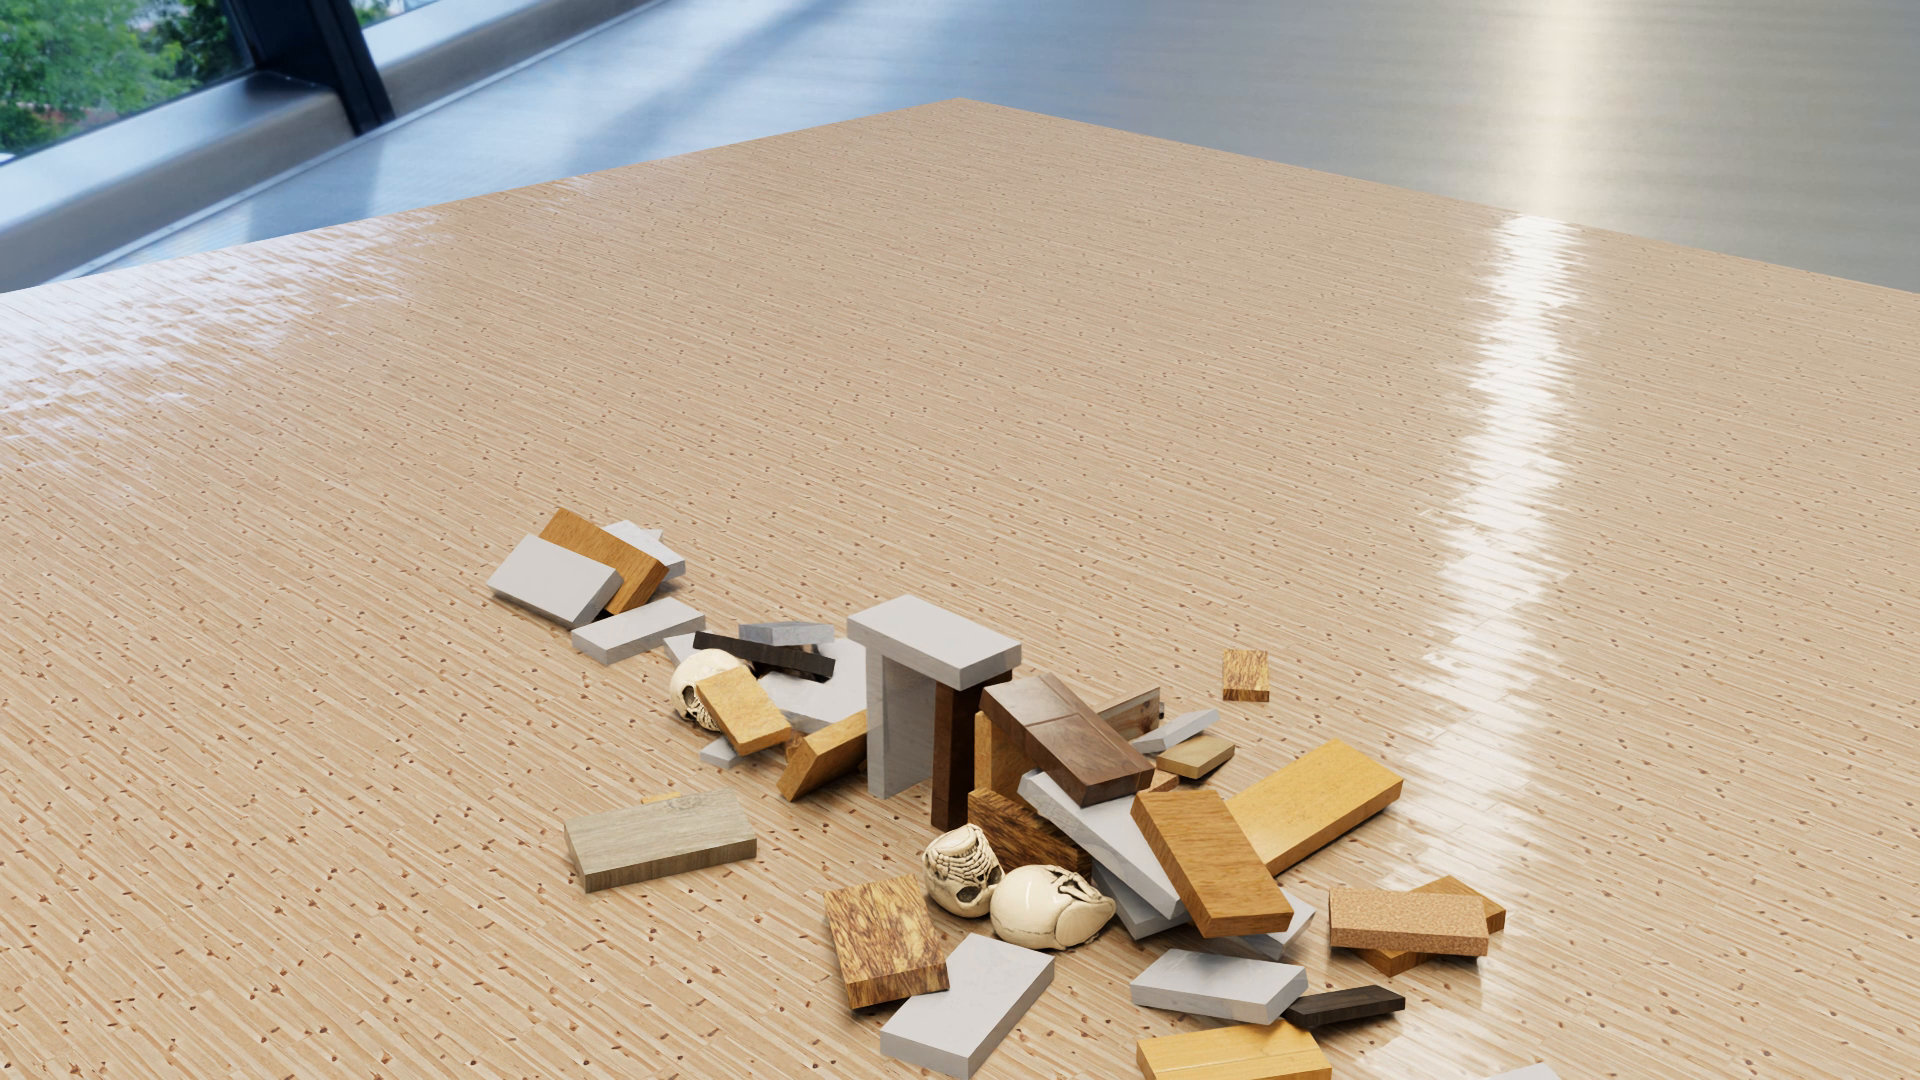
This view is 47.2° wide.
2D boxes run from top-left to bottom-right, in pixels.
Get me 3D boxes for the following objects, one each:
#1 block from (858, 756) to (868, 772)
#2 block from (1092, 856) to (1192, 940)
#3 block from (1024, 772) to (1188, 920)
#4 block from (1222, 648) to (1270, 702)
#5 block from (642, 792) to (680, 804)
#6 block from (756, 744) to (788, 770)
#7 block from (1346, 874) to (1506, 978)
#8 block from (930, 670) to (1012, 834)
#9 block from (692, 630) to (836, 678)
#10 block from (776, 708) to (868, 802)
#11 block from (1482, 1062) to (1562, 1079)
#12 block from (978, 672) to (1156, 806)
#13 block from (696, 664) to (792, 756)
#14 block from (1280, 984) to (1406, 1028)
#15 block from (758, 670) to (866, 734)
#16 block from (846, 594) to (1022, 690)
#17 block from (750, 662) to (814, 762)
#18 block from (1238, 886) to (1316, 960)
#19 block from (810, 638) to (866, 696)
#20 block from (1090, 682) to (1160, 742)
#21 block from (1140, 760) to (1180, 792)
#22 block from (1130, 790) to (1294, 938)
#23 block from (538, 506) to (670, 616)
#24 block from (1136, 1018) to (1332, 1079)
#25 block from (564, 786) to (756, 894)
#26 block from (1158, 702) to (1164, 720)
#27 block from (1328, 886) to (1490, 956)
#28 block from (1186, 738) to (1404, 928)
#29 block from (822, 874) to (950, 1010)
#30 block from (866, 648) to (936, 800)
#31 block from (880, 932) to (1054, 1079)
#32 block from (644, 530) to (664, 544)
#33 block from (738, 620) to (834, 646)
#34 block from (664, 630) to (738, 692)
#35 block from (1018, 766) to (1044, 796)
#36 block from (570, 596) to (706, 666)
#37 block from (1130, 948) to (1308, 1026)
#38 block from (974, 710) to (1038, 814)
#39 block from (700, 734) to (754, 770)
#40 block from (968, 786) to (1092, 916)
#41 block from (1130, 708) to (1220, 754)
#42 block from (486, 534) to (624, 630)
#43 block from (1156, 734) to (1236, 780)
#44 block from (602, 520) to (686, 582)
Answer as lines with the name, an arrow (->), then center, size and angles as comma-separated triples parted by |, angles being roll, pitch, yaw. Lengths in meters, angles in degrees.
block -> -0.167, 0.446, 4.592 | 0.054, 0.109, 0.015 | -23, 72, -42
block -> 0.325, 0.611, 4.101 | 0.147, 0.042, 0.293 | -16, 39, -18
block -> 0.306, 0.535, 4.011 | 0.165, 0.047, 0.376 | -17, 43, -42
block -> 0.649, 0.307, 4.999 | 0.102, 0.029, 0.204 | 2, 23, 6
block -> -0.585, 0.558, 4.417 | 0.078, 0.022, 0.157 | -8, 24, -18
block -> -0.376, 0.462, 4.653 | 0.109, 0.015, 0.054 | 20, 30, 39
block -> 0.846, 0.707, 4.041 | 0.290, 0.041, 0.145 | -15, 27, -31
block -> 0.023, 0.404, 4.379 | 0.167, 0.333, 0.047 | -21, 34, -41
block -> -0.438, 0.255, 4.918 | 0.287, 0.041, 0.144 | 9, -5, 28
block -> -0.216, 0.419, 4.560 | 0.335, 0.167, 0.047 | -23, 64, -42
block -> 0.943, 0.957, 3.441 | 0.176, 0.050, 0.352 | -9, 25, -20
block -> 0.199, 0.371, 4.142 | 0.165, 0.047, 0.330 | -10, 36, -35
block -> -0.460, 0.360, 4.667 | 0.117, 0.033, 0.234 | -19, 39, -22
block -> 0.653, 0.799, 3.777 | 0.224, 0.022, 0.078 | -2, 7, -30
block -> -0.325, 0.359, 4.741 | 0.287, 0.041, 0.144 | 12, 26, 27
block -> -0.053, 0.200, 4.373 | 0.167, 0.047, 0.333 | -20, 30, -39
block -> -0.367, 0.361, 4.844 | 0.117, 0.033, 0.490 | -4, 22, -14
block -> 0.494, 0.646, 3.997 | 0.275, 0.039, 0.138 | 29, 33, 23
block -> -0.237, 0.313, 4.963 | 0.167, 0.047, 0.334 | -4, 23, -9
block -> 0.347, 0.385, 4.723 | 0.204, 0.102, 0.029 | -19, 29, -37
block -> 0.356, 0.510, 4.524 | 0.094, 0.027, 0.187 | 20, 30, 40
block -> 0.446, 0.572, 3.920 | 0.165, 0.047, 0.330 | 0, 34, -23
block -> -0.904, 0.061, 5.430 | 0.445, 0.047, 0.167 | 24, 75, 44
block -> 0.454, 0.871, 3.655 | 0.290, 0.041, 0.145 | -5, 24, -12
block -> -0.585, 0.582, 4.289 | 0.340, 0.047, 0.167 | -10, 35, -21
block -> 0.397, 0.374, 4.860 | 0.109, 0.015, 0.054 | 2, 23, 6
block -> 0.809, 0.690, 3.980 | 0.275, 0.039, 0.138 | 3, 23, 7
block -> 0.604, 0.563, 4.311 | 0.642, 0.050, 0.176 | -23, 41, -39
block -> -0.137, 0.714, 3.942 | 0.176, 0.050, 0.352 | -11, 19, -7
block -> -0.115, 0.351, 4.508 | 0.047, 0.333, 0.166 | 20, 30, 39
block -> 0.017, 0.803, 3.808 | 0.167, 0.047, 0.334 | 12, 26, 25
block -> -0.850, 0.045, 5.602 | 0.142, 0.040, 0.284 | 1, 23, 2
block -> -0.401, 0.214, 5.053 | 0.144, 0.041, 0.287 | -3, 1, -21
block -> -0.592, 0.278, 5.064 | 0.117, 0.033, 0.234 | -10, 25, -22
block -> 0.266, 0.510, 4.120 | 0.293, 0.042, 0.147 | 33, 35, 28
block -> -0.760, 0.214, 5.206 | 0.284, 0.040, 0.142 | -20, 30, -39
block -> 0.447, 0.771, 3.807 | 0.275, 0.039, 0.138 | 0, 18, 39
block -> 0.092, 0.453, 4.317 | 0.042, 0.293, 0.147 | 19, 29, 37
block -> -0.477, 0.439, 4.697 | 0.078, 0.022, 0.157 | 14, 27, 29
block -> 0.130, 0.590, 4.184 | 0.041, 0.145, 0.290 | -20, 30, -40
block -> 0.463, 0.410, 4.711 | 0.187, 0.027, 0.094 | -23, 5, -42
block -> -0.987, 0.103, 5.351 | 0.335, 0.047, 0.167 | 19, 62, 38
block -> 0.496, 0.453, 4.621 | 0.094, 0.027, 0.187 | 14, 17, 29
block -> -0.823, 0.036, 5.512 | 0.142, 0.040, 0.284 | -19, 32, -33
